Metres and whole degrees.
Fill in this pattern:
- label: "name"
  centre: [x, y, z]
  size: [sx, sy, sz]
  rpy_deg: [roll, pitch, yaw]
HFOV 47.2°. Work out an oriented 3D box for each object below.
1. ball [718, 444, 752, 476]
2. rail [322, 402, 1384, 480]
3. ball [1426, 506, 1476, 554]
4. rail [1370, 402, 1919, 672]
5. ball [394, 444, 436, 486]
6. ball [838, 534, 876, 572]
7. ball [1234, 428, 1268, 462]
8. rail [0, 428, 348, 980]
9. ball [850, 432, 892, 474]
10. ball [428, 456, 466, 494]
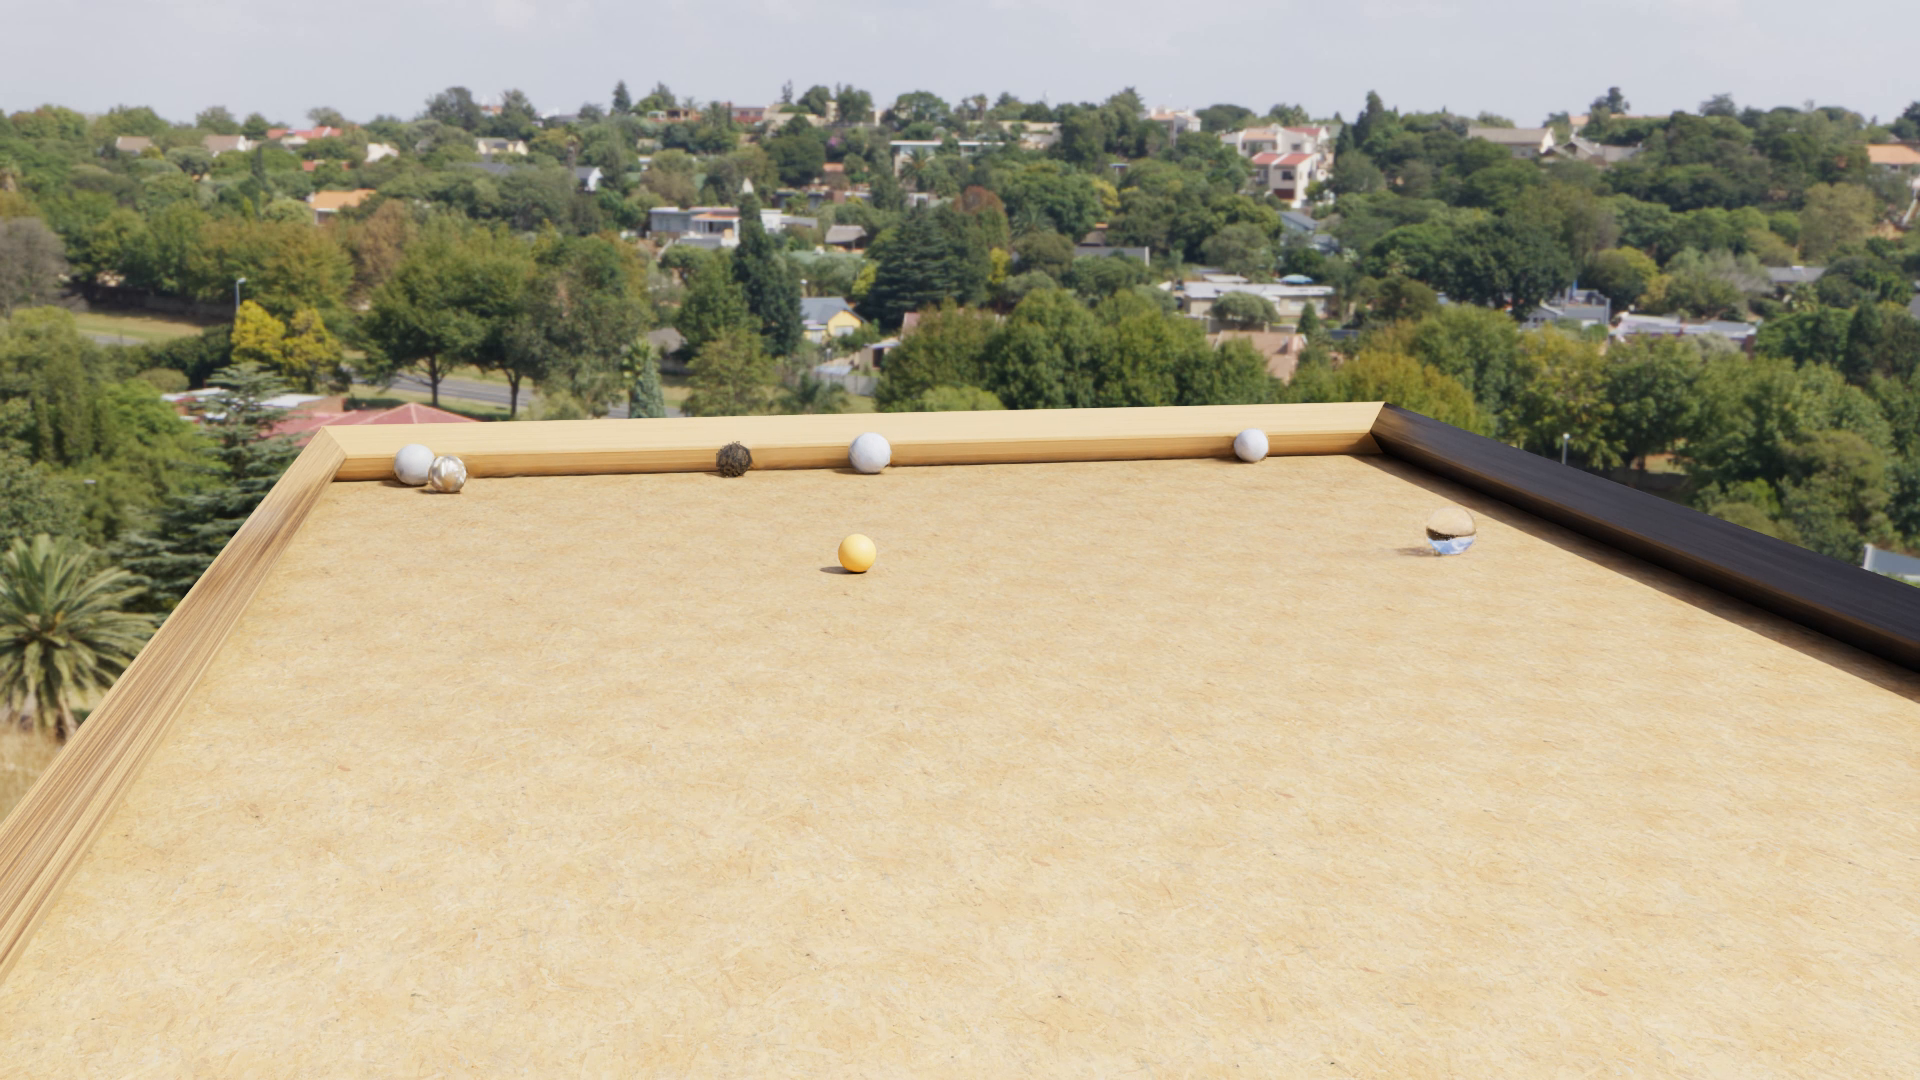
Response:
- label: "ball"
  centre: [-0.404, -0.144, 3.941]
  size: [0.059, 0.059, 0.059]
  rpy_deg: [0, 11, 0]
- label: "rail"
  centre: [-0.152, -0.180, 4.027]
  size: [1.968, 0.097, 0.045]
  rpy_deg: [-2, 11, -10]
- label: "ball"
  centre: [0.721, -0.014, 3.231]
  size: [0.072, 0.072, 0.072]
  rpy_deg: [0, 11, 0]
- label: "rail"
  centre: [1.102, 0.122, 2.451]
  size: [0.045, 0.097, 3.638]
  rpy_deg: [-2, 11, -10]
- label: "ball"
  centre: [-0.951, -0.131, 3.836]
  size: [0.074, 0.074, 0.074]
  rpy_deg: [0, 11, 0]
- label: "ball"
  centre: [-0.145, 0.019, 3.106]
  size: [0.054, 0.054, 0.054]
  rpy_deg: [0, 11, 0]
- label: "ball"
  centre: [0.543, -0.176, 4.099]
  size: [0.063, 0.063, 0.063]
  rpy_deg: [0, 11, 0]
- label: "rail"
  centre: [-0.791, 0.184, 2.129]
  size: [0.045, 0.097, 3.638]
  rpy_deg: [-2, 11, -10]
- label: "ball"
  centre: [-0.162, -0.157, 3.969]
  size: [0.075, 0.075, 0.075]
  rpy_deg: [0, 11, 0]
- label: "ball"
  centre: [-0.877, -0.113, 3.762]
  size: [0.065, 0.065, 0.065]
  rpy_deg: [0, 11, 0]
